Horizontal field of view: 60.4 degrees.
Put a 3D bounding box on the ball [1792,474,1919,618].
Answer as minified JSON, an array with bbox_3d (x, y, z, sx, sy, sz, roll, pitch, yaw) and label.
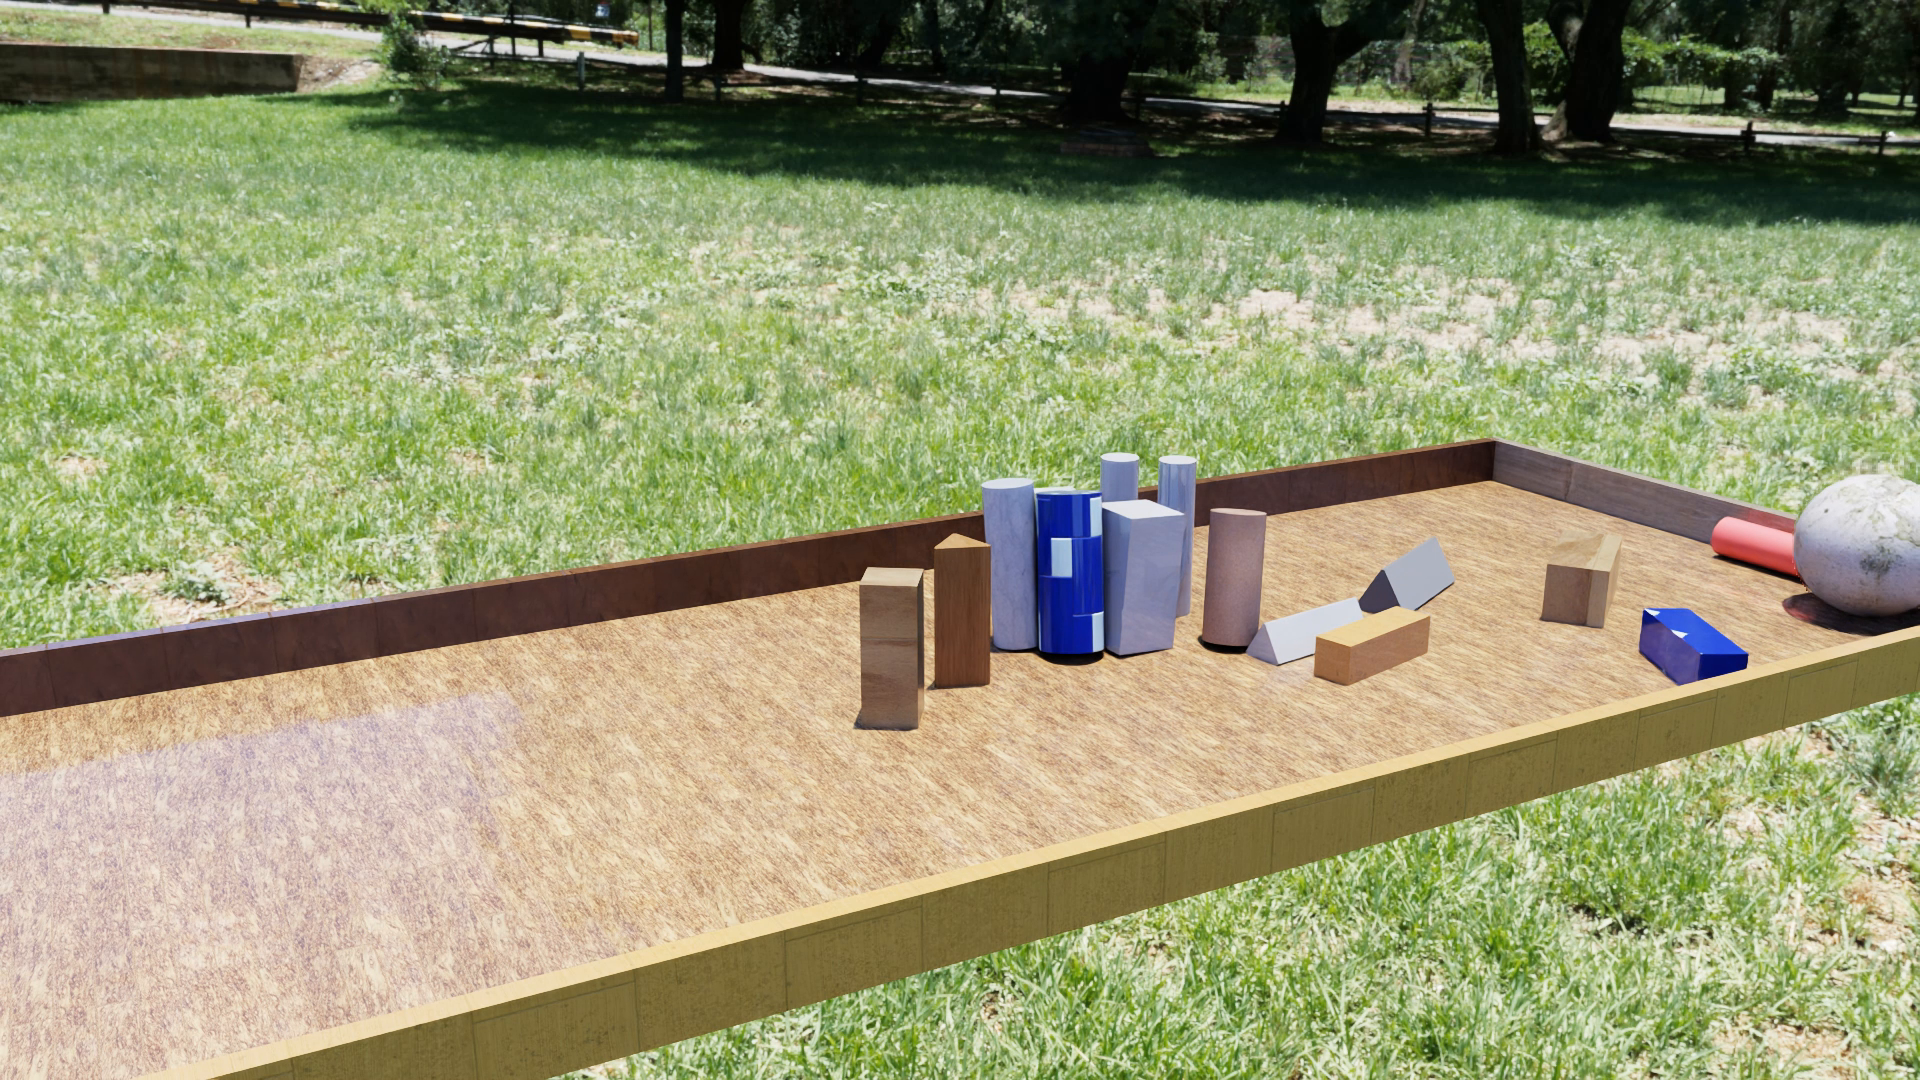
[{"bbox_3d":[2.544,0.015,4.595,0.399,0.399,0.399,0,16,0],"label":"ball"}]

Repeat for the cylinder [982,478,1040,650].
[{"bbox_3d":[0.141,0.062,4.355,0.137,0.434,0.137,-5,13,1],"label":"cylinder"}]

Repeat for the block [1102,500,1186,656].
[{"bbox_3d":[0.458,0.096,4.362,0.173,0.366,0.173,-5,17,-29],"label":"block"}]

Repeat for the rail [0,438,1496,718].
[{"bbox_3d":[-3.305,0.497,3.399,12.000,0.150,0.050,-9,18,-27],"label":"rail"}]

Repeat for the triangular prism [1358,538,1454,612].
[{"bbox_3d":[1.299,0.098,4.784,0.148,0.128,0.405,11,20,34],"label":"triangular prism"}]

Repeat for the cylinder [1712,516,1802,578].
[{"bbox_3d":[2.494,0.033,5.026,0.122,0.122,0.381,-9,18,-27],"label":"cylinder"}]

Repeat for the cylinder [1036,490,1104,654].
[{"bbox_3d":[0.288,0.080,4.309,0.172,0.410,0.172,-1,5,0],"label":"cylinder"}]

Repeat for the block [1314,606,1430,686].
[{"bbox_3d":[1.064,0.270,4.250,0.355,0.104,0.104,-14,22,-40],"label":"block"}]

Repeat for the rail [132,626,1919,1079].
[{"bbox_3d":[-2.336,1.006,1.665,12.000,0.150,0.050,-9,18,-27],"label":"rail"}]

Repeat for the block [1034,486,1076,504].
[{"bbox_3d":[0.268,0.036,4.614,0.120,0.348,0.120,-4,17,-12],"label":"block"}]

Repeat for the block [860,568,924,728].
[{"bbox_3d":[-0.158,0.253,3.874,0.133,0.350,0.133,1,16,5],"label":"block"}]

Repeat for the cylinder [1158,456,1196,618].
[{"bbox_3d":[0.600,-0.010,4.606,0.104,0.441,0.104,0,16,0],"label":"cylinder"}]

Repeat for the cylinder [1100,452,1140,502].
[{"bbox_3d":[0.462,-0.049,4.815,0.111,0.397,0.111,0,16,0],"label":"cylinder"}]

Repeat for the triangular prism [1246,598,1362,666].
[{"bbox_3d":[0.929,0.232,4.381,0.358,0.098,0.114,-12,21,-35],"label":"triangular prism"}]

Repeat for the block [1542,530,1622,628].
[{"bbox_3d":[1.778,0.105,4.707,0.163,0.163,0.383,8,18,25],"label":"block"}]

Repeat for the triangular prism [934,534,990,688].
[{"bbox_3d":[-0.004,0.174,4.123,0.139,0.361,0.120,-3,17,-9],"label":"triangular prism"}]

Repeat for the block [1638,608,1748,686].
[{"bbox_3d":[1.854,0.284,4.182,0.117,0.117,0.346,0,16,0],"label":"block"}]

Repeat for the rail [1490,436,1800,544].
[{"bbox_3d":[2.466,-0.048,5.253,0.050,0.150,2.100,-9,18,-27],"label":"rail"}]

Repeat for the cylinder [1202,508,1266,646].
[{"bbox_3d":[0.727,0.097,4.376,0.148,0.346,0.148,3,7,0],"label":"cylinder"}]
